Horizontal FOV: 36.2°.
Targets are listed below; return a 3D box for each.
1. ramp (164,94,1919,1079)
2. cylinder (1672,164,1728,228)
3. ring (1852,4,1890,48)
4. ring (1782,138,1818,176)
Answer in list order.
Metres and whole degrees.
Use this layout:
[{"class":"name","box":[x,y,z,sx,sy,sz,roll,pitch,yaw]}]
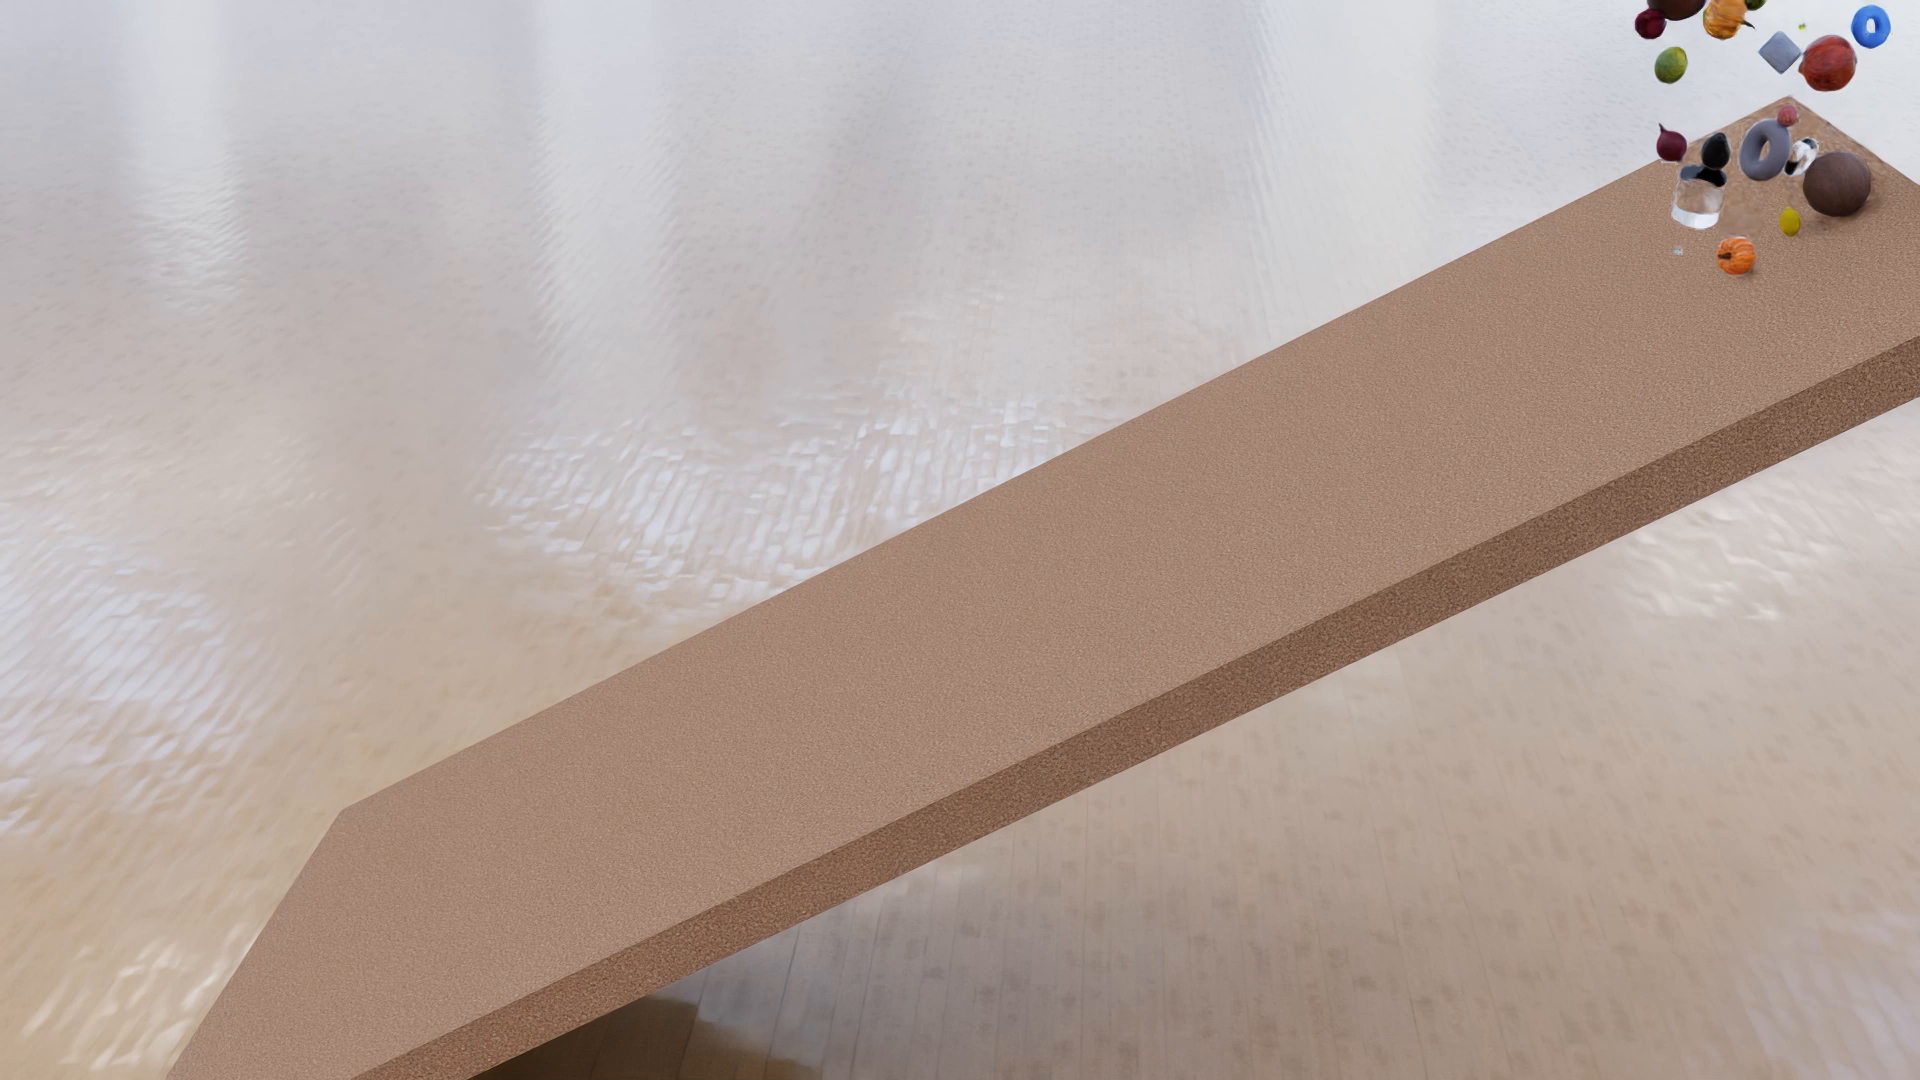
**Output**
[{"class":"ramp","box":[0.140,0.167,6.281,4.000,0.100,2.000,-26,14,10]},{"class":"cylinder","box":[1.503,-0.700,5.982,0.094,0.094,0.094,1,40,-1]},{"class":"ring","box":[1.789,-1.008,5.776,0.084,0.084,0.028,-6,8,-18]},{"class":"ring","box":[1.666,-0.759,5.833,0.087,0.087,0.029,-15,49,-40]}]
